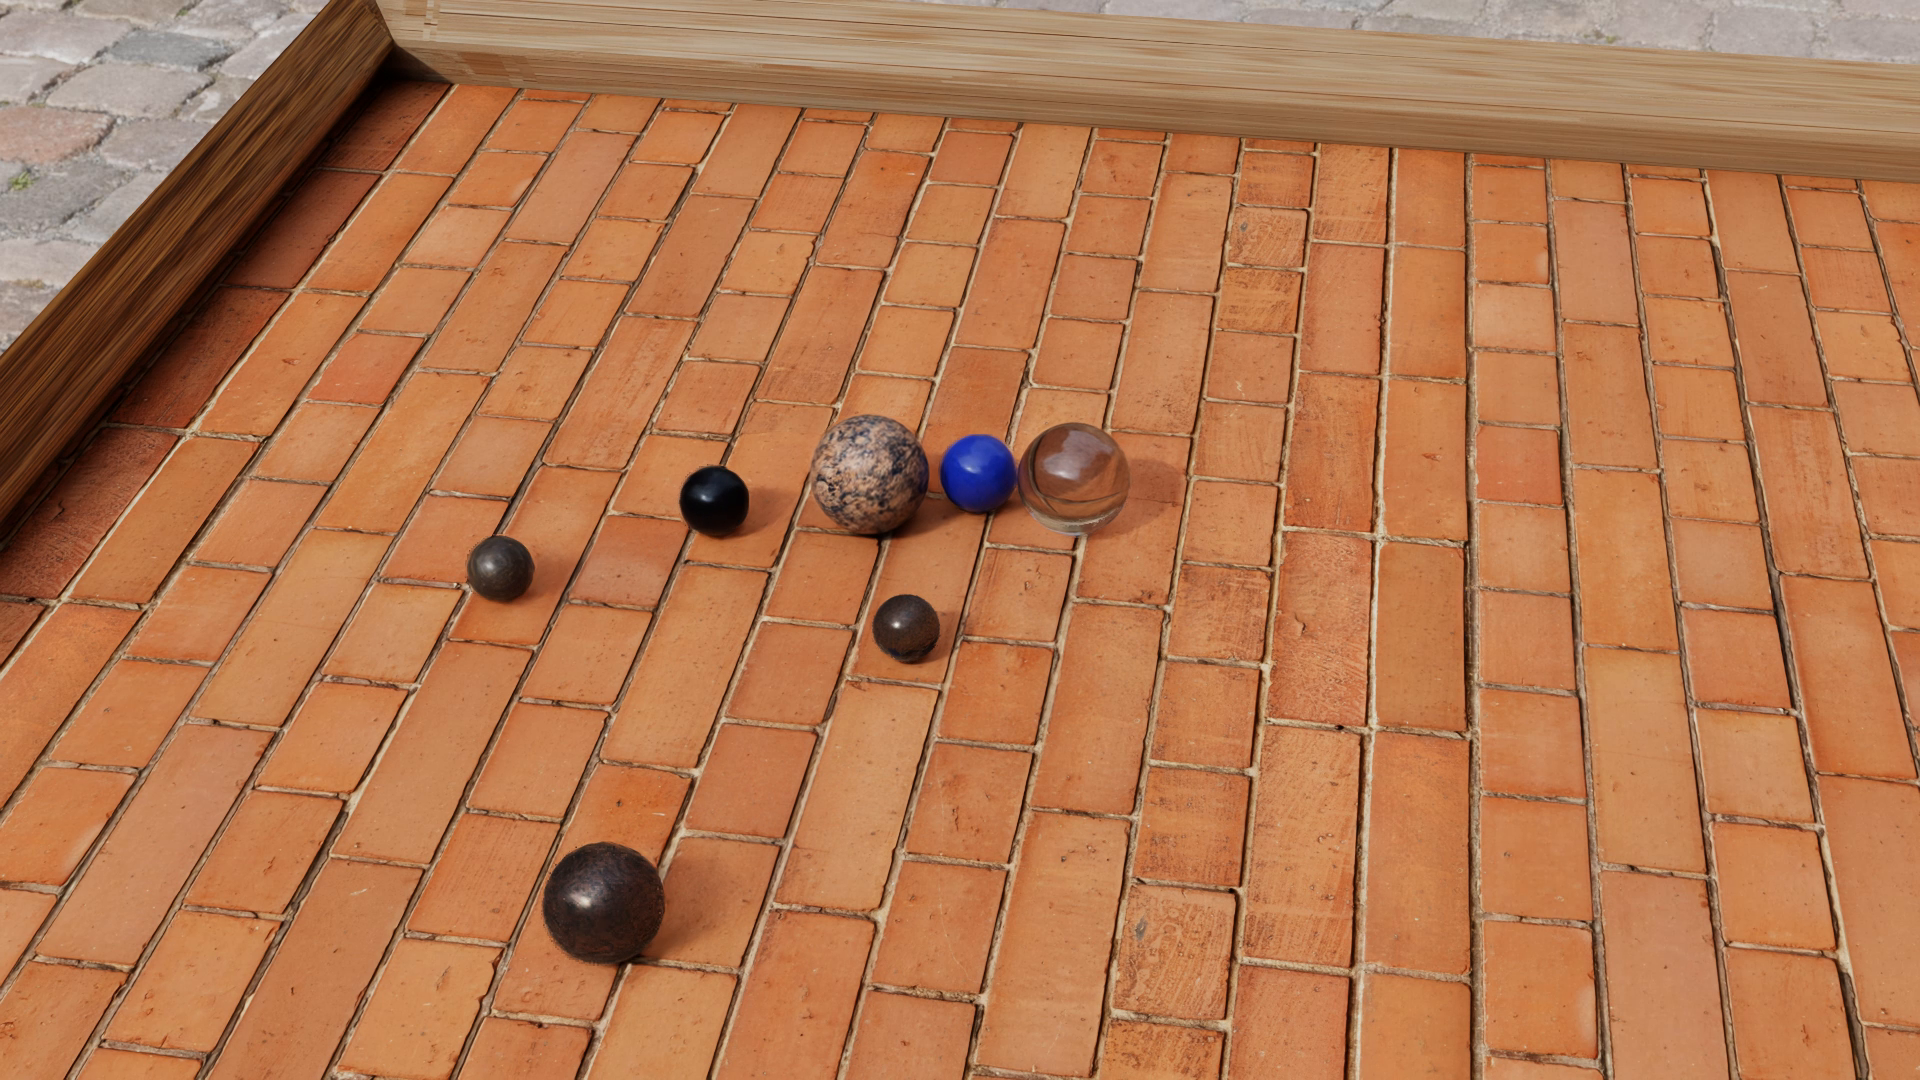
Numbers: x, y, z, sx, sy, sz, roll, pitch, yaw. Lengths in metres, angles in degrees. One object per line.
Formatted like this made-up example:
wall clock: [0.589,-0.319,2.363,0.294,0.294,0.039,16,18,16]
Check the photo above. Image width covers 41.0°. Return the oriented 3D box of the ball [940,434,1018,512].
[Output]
ball: [0.015,-0.053,2.064,0.063,0.063,0.063,0,34,0]

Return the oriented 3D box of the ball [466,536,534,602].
ball: [-0.352,0.022,1.964,0.051,0.051,0.051,0,34,0]

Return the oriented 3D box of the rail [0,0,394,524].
rail: [-0.740,-0.089,2.061,0.045,0.124,1.655,5,35,7]

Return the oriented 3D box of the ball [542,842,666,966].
ball: [-0.227,0.231,1.634,0.078,0.078,0.078,0,34,0]

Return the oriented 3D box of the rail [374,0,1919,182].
rail: [0.890,-0.402,2.519,3.092,0.124,0.045,5,35,7]

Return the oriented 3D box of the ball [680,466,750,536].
ball: [-0.195,-0.031,2.037,0.056,0.056,0.056,0,34,0]

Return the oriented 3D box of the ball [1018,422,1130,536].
ball: [0.090,-0.048,2.032,0.090,0.090,0.090,0,34,0]

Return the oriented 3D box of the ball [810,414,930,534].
ball: [-0.072,-0.052,2.033,0.095,0.095,0.095,0,34,0]

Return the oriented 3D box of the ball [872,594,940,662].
ball: [-0.040,0.065,1.901,0.050,0.050,0.050,0,34,0]
